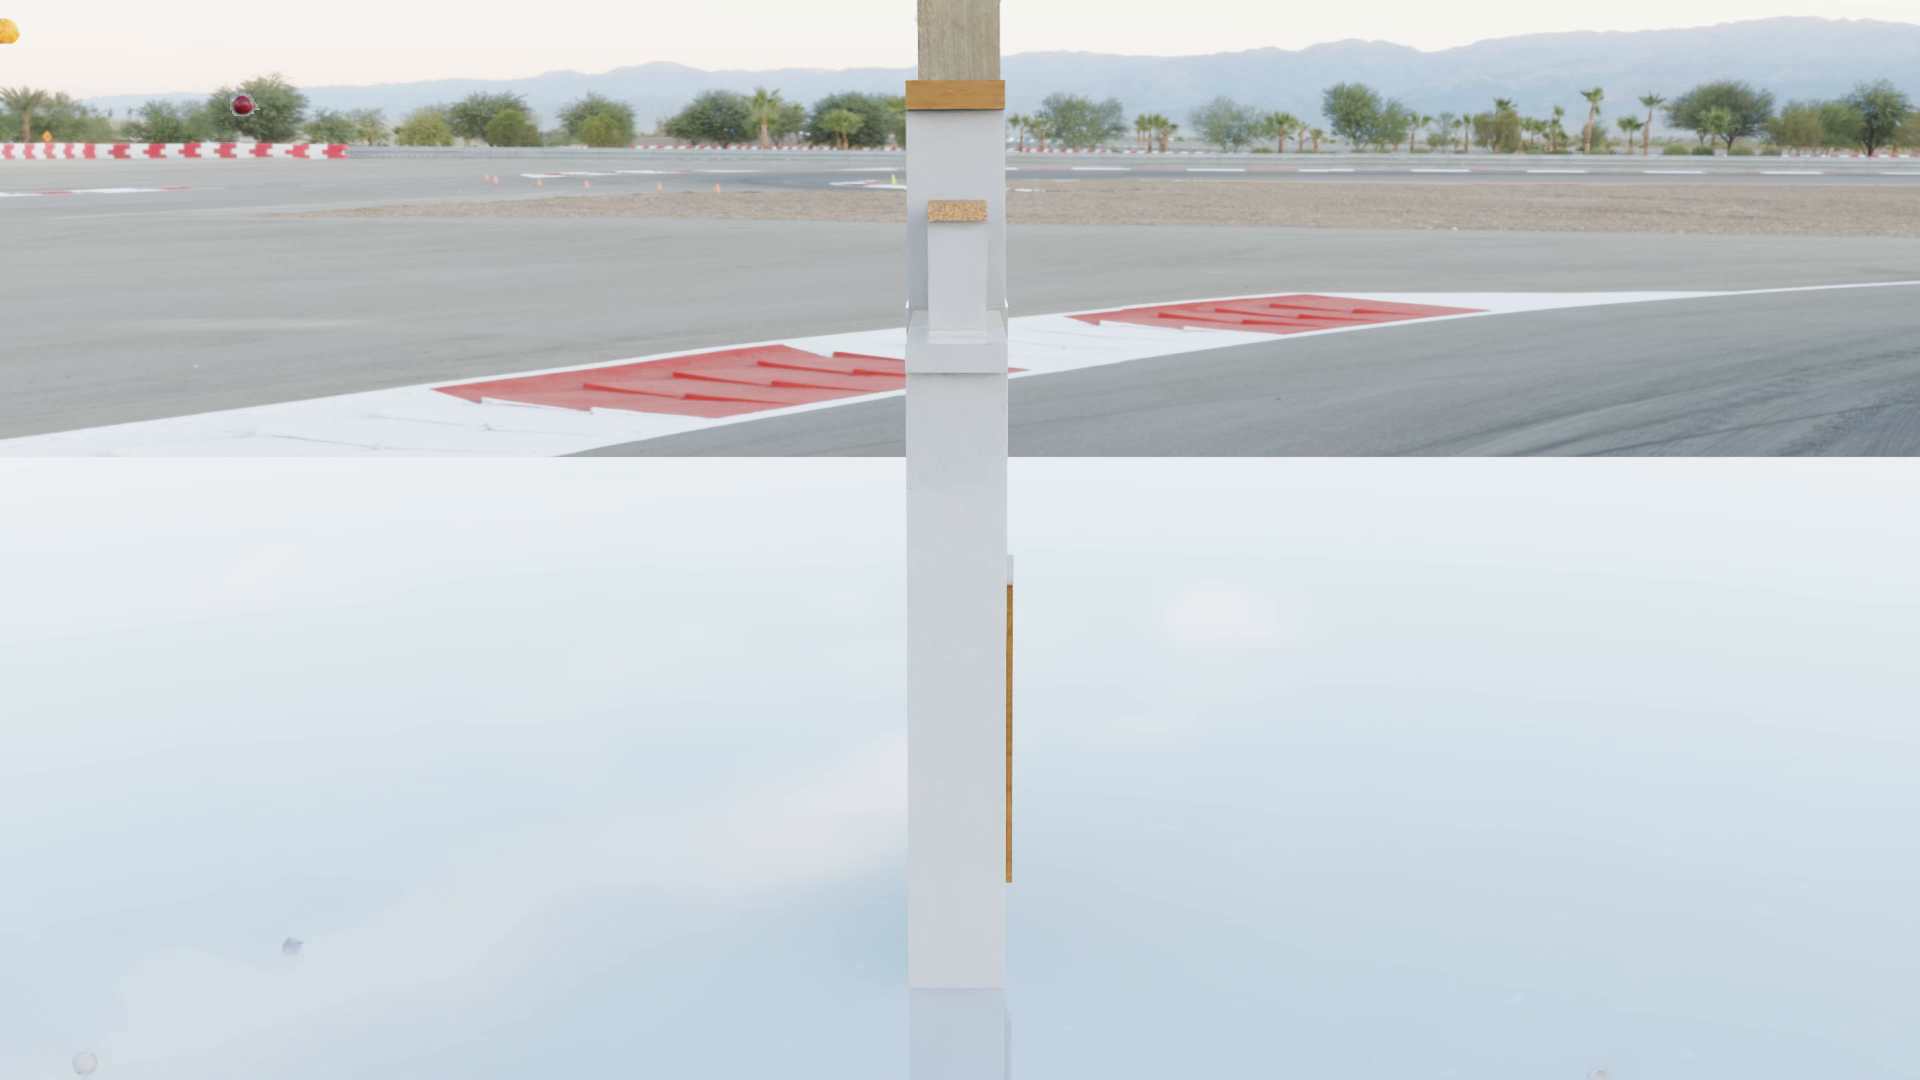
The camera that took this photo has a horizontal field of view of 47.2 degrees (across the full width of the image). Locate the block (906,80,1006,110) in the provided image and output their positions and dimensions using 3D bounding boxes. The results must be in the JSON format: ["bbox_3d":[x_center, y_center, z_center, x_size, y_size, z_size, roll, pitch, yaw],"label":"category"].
[{"bbox_3d":[-0.007,-0.686,3.396,0.148,0.042,0.295,0,11,0],"label":"block"}]

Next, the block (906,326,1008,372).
[{"bbox_3d":[-0.005,-0.279,3.206,0.143,0.041,0.286,0,11,0],"label":"block"}]

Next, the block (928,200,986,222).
[{"bbox_3d":[-0.004,-0.479,3.195,0.083,0.024,0.167,0,11,0],"label":"block"}]

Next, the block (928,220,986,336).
[{"bbox_3d":[-0.004,-0.376,3.158,0.083,0.167,0.024,0,11,0],"label":"block"}]

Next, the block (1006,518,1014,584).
[{"bbox_3d":[0.001,0.015,3.421,0.158,0.045,0.316,0,11,0],"label":"block"}]

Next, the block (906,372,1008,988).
[{"bbox_3d":[-0.005,0.210,3.200,0.143,0.919,0.041,0,11,0],"label":"block"}]

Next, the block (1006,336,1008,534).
[{"bbox_3d":[-0.004,-0.168,3.430,0.156,0.311,0.044,0,11,0],"label":"block"}]

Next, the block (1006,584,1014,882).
[{"bbox_3d":[0.001,0.290,3.364,0.158,0.475,0.045,0,10,0],"label":"block"}]

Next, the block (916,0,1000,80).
[{"bbox_3d":[-0.002,-0.807,3.259,0.123,0.247,0.035,0,11,0],"label":"block"}]

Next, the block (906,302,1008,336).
[{"bbox_3d":[-0.005,-0.361,3.500,0.156,0.044,0.311,0,11,0],"label":"block"}]

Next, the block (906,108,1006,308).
[{"bbox_3d":[-0.006,-0.502,3.330,0.148,0.295,0.042,0,11,0],"label":"block"}]
